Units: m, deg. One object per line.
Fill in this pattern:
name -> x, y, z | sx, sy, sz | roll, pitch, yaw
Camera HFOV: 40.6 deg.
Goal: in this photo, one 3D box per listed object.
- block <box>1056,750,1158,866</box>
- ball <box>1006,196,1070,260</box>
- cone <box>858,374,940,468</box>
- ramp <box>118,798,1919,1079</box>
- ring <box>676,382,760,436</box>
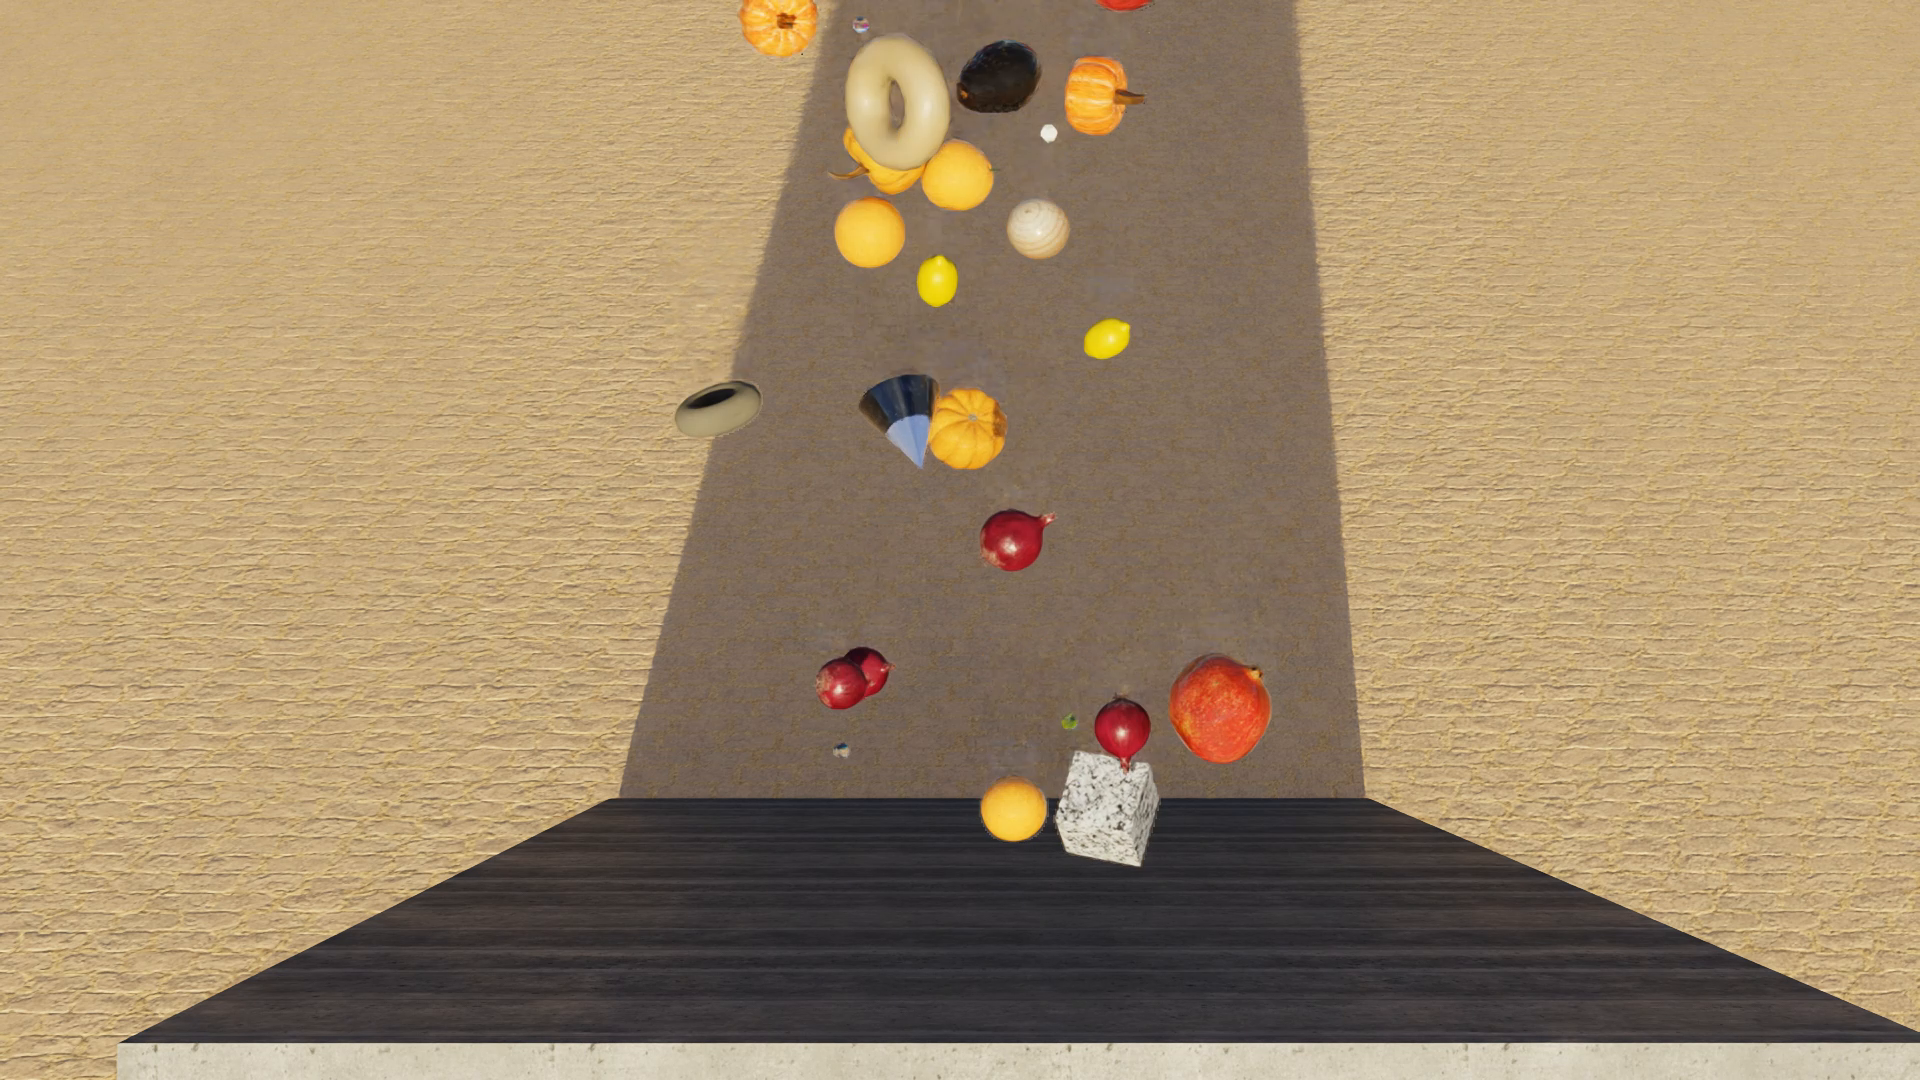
block -> 0.178, 0.323, 3.126 | 0.093, 0.093, 0.093 | 9, 60, 17
ball -> 0.070, -0.277, 2.301 | 0.056, 0.056, 0.056 | 0, 35, 0
cone -> -0.052, -0.111, 2.714 | 0.089, 0.089, 0.089 | -10, 62, -14
ramp -> 0.077, 0.665, 4.840 | 2.000, 0.100, 4.000 | 0, -2, 0
ring -> -0.246, -0.134, 2.647 | 0.091, 0.030, 0.091 | -15, 22, 7
